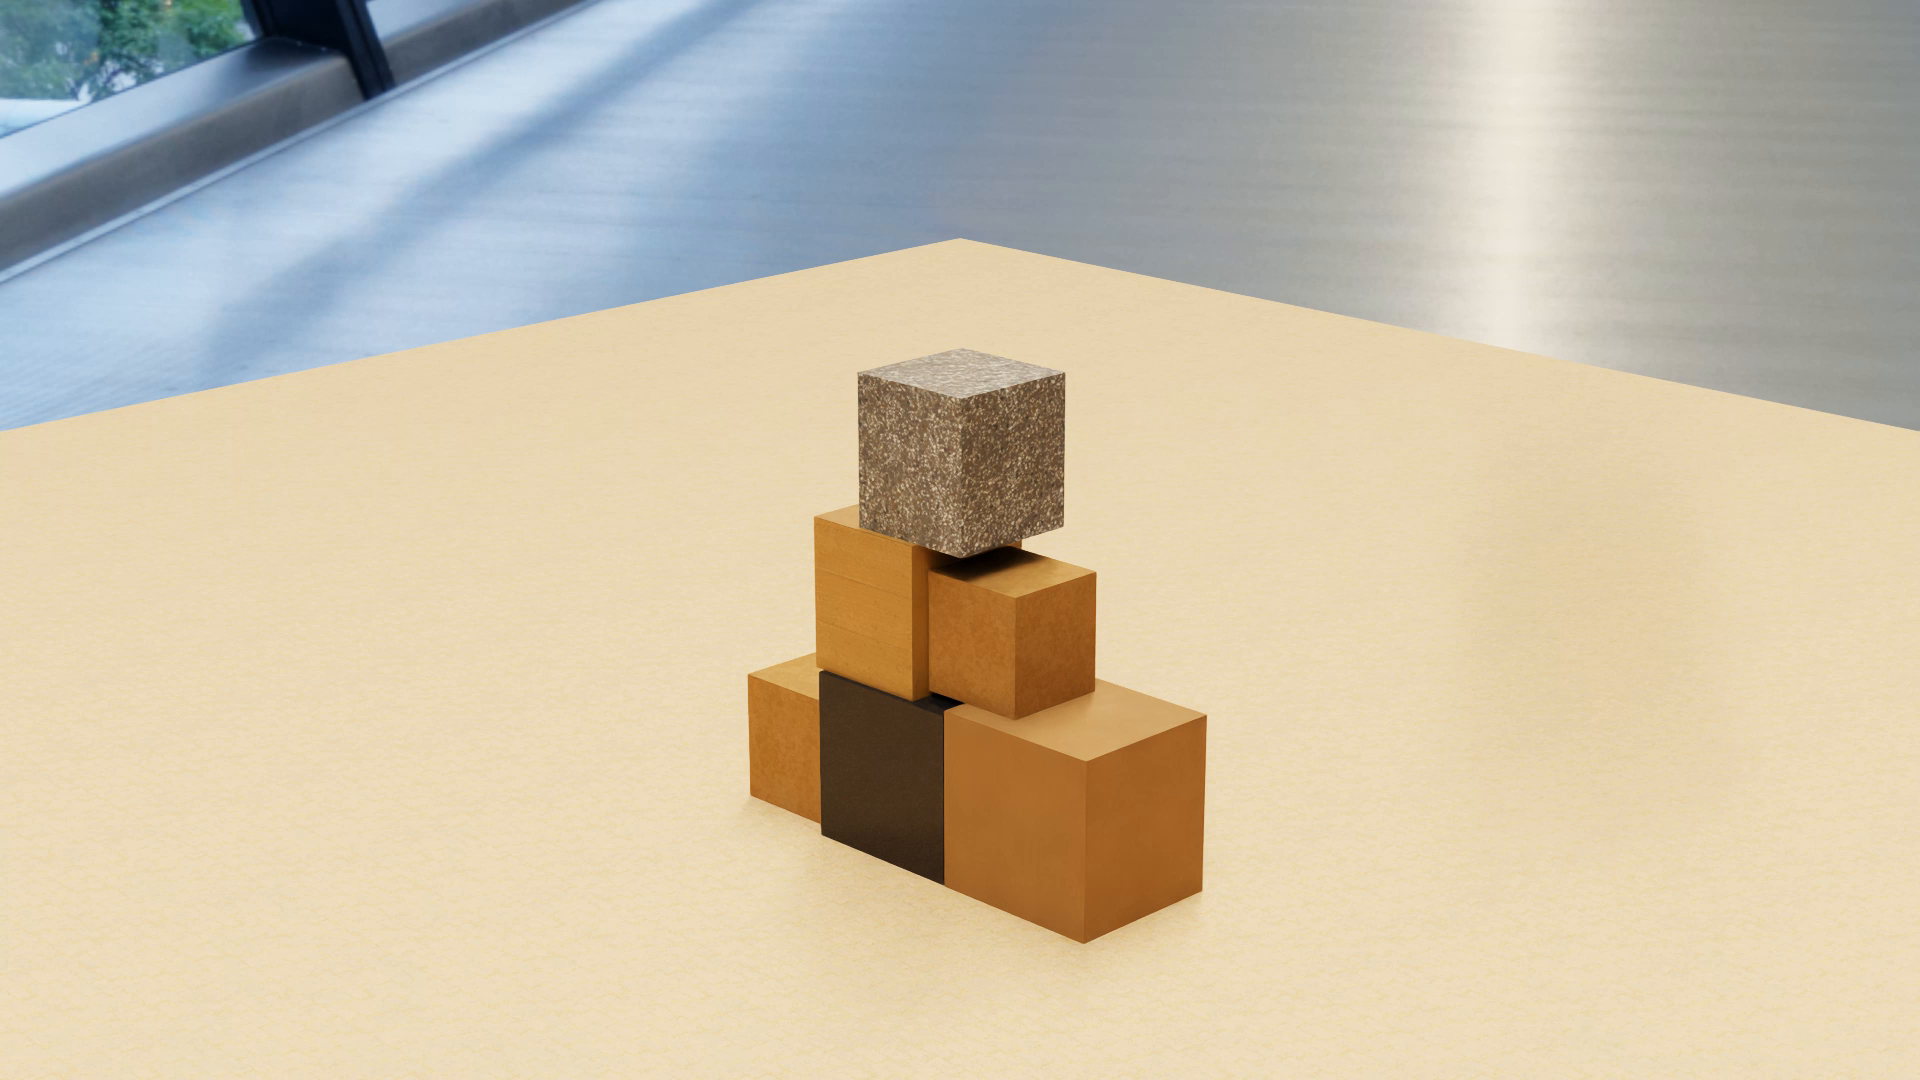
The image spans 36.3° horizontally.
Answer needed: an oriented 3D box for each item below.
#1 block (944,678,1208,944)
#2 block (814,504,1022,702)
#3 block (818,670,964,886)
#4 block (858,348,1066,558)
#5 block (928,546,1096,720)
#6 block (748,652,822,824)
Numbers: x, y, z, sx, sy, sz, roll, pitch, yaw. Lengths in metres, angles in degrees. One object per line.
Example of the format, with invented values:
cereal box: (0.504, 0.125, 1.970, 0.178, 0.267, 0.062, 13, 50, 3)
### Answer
block: (0.514, 1.176, 13.181, 0.793, 0.854, 0.861, -17, 24, -42)
block: (-0.193, 0.236, 13.623, 0.711, 0.738, 0.646, -17, 24, -42)
block: (-0.103, 1.014, 13.747, 0.745, 0.822, 0.824, -17, 24, -42)
block: (0.008, -0.405, 13.222, 0.660, 0.724, 0.656, -17, 24, -42)
block: (0.236, 0.412, 13.232, 0.525, 0.572, 0.542, -17, 24, -42)
block: (-0.596, 0.946, 14.278, 0.624, 0.633, 0.598, -17, 24, -42)
